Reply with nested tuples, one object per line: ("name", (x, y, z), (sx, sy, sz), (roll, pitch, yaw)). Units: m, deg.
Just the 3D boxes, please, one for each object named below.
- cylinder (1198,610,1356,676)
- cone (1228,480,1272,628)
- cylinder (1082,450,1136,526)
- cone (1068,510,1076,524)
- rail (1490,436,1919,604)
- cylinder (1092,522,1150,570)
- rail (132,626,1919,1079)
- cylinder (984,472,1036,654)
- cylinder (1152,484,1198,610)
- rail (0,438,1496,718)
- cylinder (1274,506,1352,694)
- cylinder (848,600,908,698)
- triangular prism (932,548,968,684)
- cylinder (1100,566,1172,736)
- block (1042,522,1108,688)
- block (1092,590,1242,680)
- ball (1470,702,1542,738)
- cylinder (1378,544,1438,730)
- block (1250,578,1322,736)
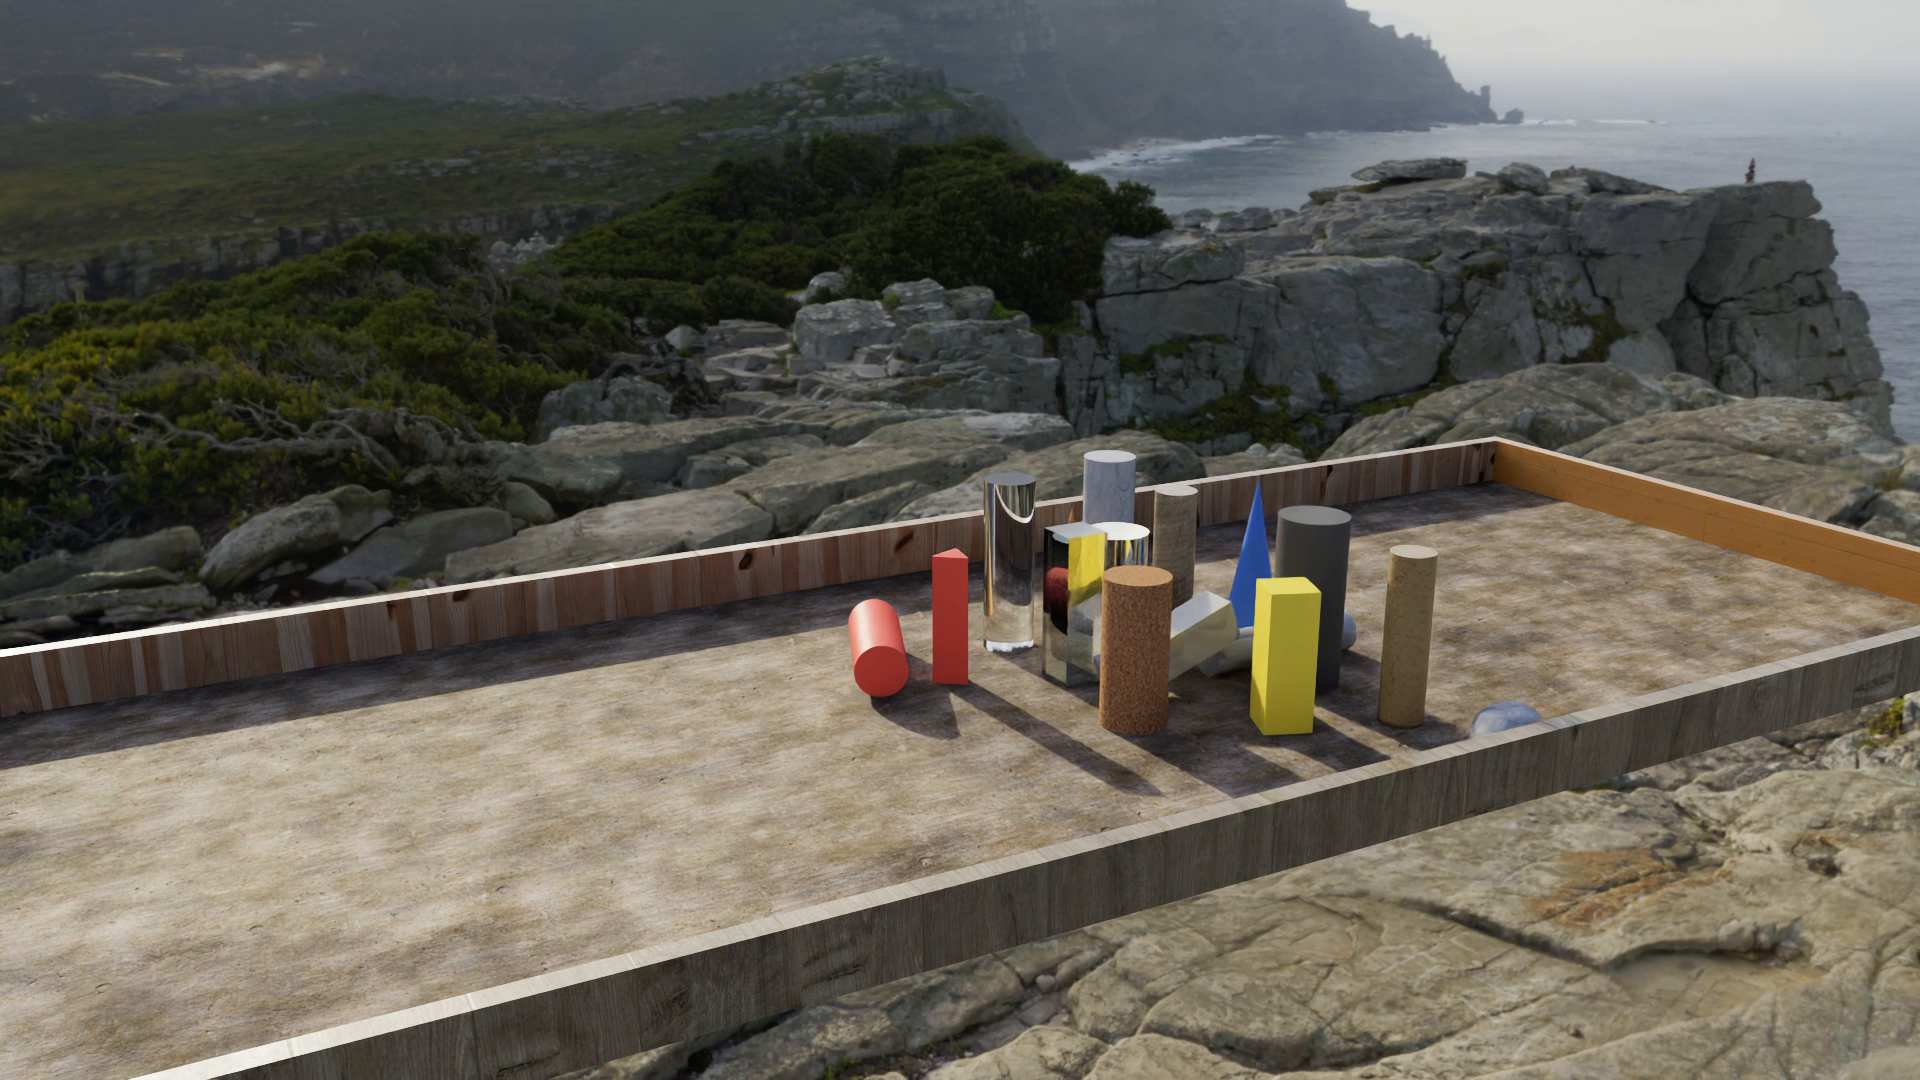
("cylinder", (0.820, 0.264, 4.268), (0.441, 0.106, 0.106), (-8, 18, -26))
("cone", (0.772, 0.062, 4.332), (0.166, 0.457, 0.166), (0, 17, 0))
("cylinder", (0.435, -0.054, 4.840), (0.151, 0.394, 0.151), (0, 16, 0))
("cone", (0.310, 0.058, 4.597), (0.128, 0.316, 0.128), (0, 16, 0))
("rail", (2.466, -0.048, 5.253), (0.050, 0.150, 2.100), (-9, 18, -27))
("cylinder", (0.409, 0.130, 4.345), (0.170, 0.320, 0.170), (0, 16, 0))
("rail", (-2.336, 1.006, 1.665), (12.000, 0.150, 0.050), (-9, 18, -27))
("cylinder", (0.129, 0.062, 4.335), (0.135, 0.457, 0.135), (0, 16, 0))
("cylinder", (0.592, 0.041, 4.562), (0.117, 0.369, 0.117), (0, 16, 0))
("rail", (-3.305, 0.497, 3.399), (12.000, 0.150, 0.050), (-9, 18, -27))
("cylinder", (0.864, 0.146, 4.087), (0.176, 0.433, 0.176), (0, 17, 0))
("cylinder", (-0.210, 0.271, 4.196), (0.134, 0.134, 0.359), (-2, 16, -6))
("triangular prism", (-0.018, 0.190, 4.121), (0.088, 0.331, 0.076), (3, 17, 10))
("cylinder", (0.408, 0.256, 3.840), (0.161, 0.363, 0.161), (0, 16, 0))
("block", (0.285, 0.161, 4.120), (0.114, 0.387, 0.114), (-9, 19, -28))
("block", (0.512, 0.265, 4.066), (0.357, 0.105, 0.105), (-29, 26, -20))
("ball", (1.195, 0.433, 3.597), (0.161, 0.161, 0.161), (0, 16, 0))
("cylinder", (1.041, 0.227, 3.842), (0.107, 0.418, 0.107), (0, 16, 0))
("block", (0.754, 0.269, 3.830), (0.116, 0.343, 0.116), (-2, 16, -7))
